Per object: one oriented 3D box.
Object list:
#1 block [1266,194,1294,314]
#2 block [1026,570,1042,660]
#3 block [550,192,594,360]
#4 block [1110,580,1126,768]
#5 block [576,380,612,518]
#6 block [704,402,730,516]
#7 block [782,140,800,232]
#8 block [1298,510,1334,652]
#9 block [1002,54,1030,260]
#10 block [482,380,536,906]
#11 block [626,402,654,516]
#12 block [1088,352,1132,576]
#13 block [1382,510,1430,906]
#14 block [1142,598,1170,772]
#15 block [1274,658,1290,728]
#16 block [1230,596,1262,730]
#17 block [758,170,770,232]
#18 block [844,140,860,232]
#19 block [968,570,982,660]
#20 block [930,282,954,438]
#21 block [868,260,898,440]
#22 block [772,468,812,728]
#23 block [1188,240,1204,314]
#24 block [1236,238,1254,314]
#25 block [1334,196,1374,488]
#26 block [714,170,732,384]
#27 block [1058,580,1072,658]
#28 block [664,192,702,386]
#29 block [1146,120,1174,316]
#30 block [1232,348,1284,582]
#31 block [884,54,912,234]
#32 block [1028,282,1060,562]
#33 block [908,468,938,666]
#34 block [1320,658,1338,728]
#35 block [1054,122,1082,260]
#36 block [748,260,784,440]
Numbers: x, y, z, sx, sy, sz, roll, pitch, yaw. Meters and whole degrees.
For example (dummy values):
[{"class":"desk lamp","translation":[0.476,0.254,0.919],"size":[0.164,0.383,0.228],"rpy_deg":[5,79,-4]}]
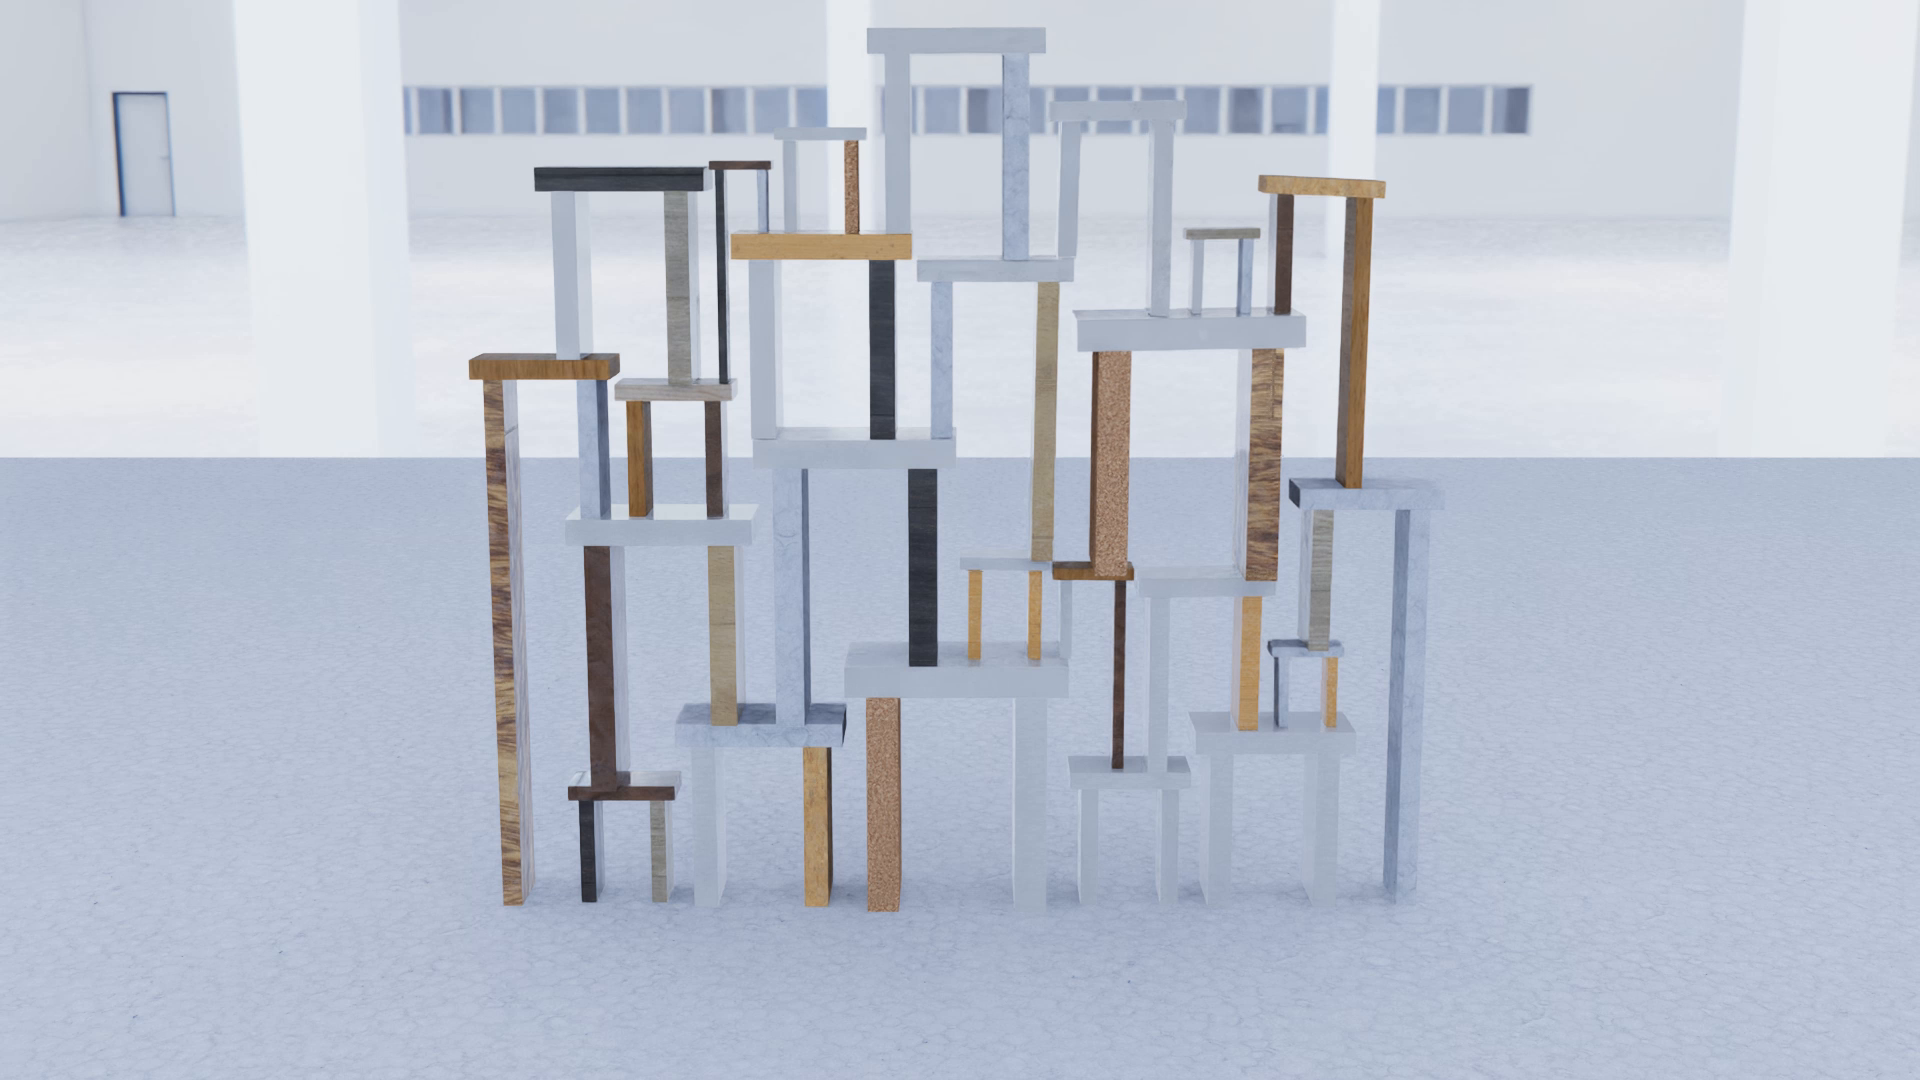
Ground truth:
[{"class":"block","translation":[0.505,-0.453,3.469],"size":[0.026,0.184,0.092],"rpy_deg":[0,11,0]},{"class":"block","translation":[0.121,0.115,3.582],"size":[0.021,0.146,0.073],"rpy_deg":[0,11,0]},{"class":"block","translation":[-0.614,-0.422,3.486],"size":[0.037,0.261,0.131],"rpy_deg":[0,11,0]},{"class":"block","translation":[0.258,0.214,3.601],"size":[0.018,0.315,0.065],"rpy_deg":[0,11,0]},{"class":"block","translation":[-0.587,-0.153,3.528],"size":[0.031,0.221,0.110],"rpy_deg":[0,11,0]},{"class":"block","translation":[-0.391,-0.137,3.535],"size":[0.026,0.185,0.093],"rpy_deg":[0,11,0]},{"class":"block","translation":[-0.265,-0.557,3.461],"size":[0.020,0.142,0.071],"rpy_deg":[0,11,0]},{"class":"block","translation":[0.576,0.055,3.566],"size":[0.033,0.230,0.115],"rpy_deg":[0,11,-1]},{"class":"block","translation":[0.087,-0.601,3.448],"size":[0.039,0.313,0.136],"rpy_deg":[0,11,-1]},{"class":"block","translation":[-0.734,0.164,3.587],"size":[0.031,0.867,0.110],"rpy_deg":[0,11,0]},{"class":"block","translation":[-0.514,-0.137,3.534],"size":[0.026,0.185,0.093],"rpy_deg":[0,11,0]},{"class":"block","translation":[0.240,-0.134,3.537],"size":[0.050,0.355,0.178],"rpy_deg":[0,11,0]},{"class":"block","translation":[0.732,0.266,3.608],"size":[0.033,0.660,0.115],"rpy_deg":[0,11,0]},{"class":"block","translation":[0.321,0.226,3.603],"size":[0.031,0.290,0.109],"rpy_deg":[0,11,0]},{"class":"block","translation":[0.526,0.242,3.601],"size":[0.017,0.117,0.059],"rpy_deg":[-1,11,1]},{"class":"block","translation":[0.467,0.191,3.595],"size":[0.031,0.219,0.109],"rpy_deg":[0,11,0]},{"class":"block","translation":[-0.310,-0.534,3.460],"size":[0.014,0.097,0.049],"rpy_deg":[0,11,0]},{"class":"block","translation":[-0.170,-0.557,3.461],"size":[0.020,0.142,0.071],"rpy_deg":[0,11,0]},{"class":"block","translation":[0.024,0.115,3.582],"size":[0.021,0.146,0.073],"rpy_deg":[1,11,0]},{"class":"block","translation":[-0.029,-0.292,3.506],"size":[0.035,0.245,0.122],"rpy_deg":[0,11,0]},{"class":"block","translation":[-0.121,-0.308,3.497],"size":[0.040,0.280,0.140],"rpy_deg":[0,11,0]},{"class":"block","translation":[-0.272,0.080,3.570],"size":[0.045,0.420,0.160],"rpy_deg":[0,11,0]},{"class":"block","translation":[0.373,-0.417,3.478],"size":[0.016,0.116,0.058],"rpy_deg":[1,11,0]},{"class":"block","translation":[0.451,-0.419,3.477],"size":[0.016,0.116,0.058],"rpy_deg":[1,11,0]},{"class":"block","translation":[0.626,-0.314,3.496],"size":[0.026,0.456,0.092],"rpy_deg":[0,11,-1]},{"class":"block","translation":[-0.375,-0.417,3.481],"size":[0.014,0.334,0.049],"rpy_deg":[0,10,0]},{"class":"block","translation":[0.172,0.123,3.585],"size":[0.018,0.130,0.065],"rpy_deg":[0,11,0]},{"class":"block","translation":[-0.440,-0.402,3.490],"size":[0.037,0.301,0.131],"rpy_deg":[0,11,0]},{"class":"block","translation":[0.314,-0.507,3.462],"size":[0.030,0.301,0.105],"rpy_deg":[0,11,0]},{"class":"block","translation":[0.478,-0.132,3.536],"size":[0.050,0.368,0.178],"rpy_deg":[0,11,0]},{"class":"block","translation":[-0.096,-0.620,3.445],"size":[0.039,0.273,0.136],"rpy_deg":[0,11,0]},{"class":"block","translation":[0.134,-0.195,3.525],"size":[0.035,0.443,0.122],"rpy_deg":[1,11,-1]},{"class":"block","translation":[-0.059,0.031,3.561],"size":[0.045,0.320,0.160],"rpy_deg":[0,10,0]},{"class":"block","translation":[0.604,0.242,3.601],"size":[0.017,0.117,0.058],"rpy_deg":[0,11,0]},{"class":"block","translation":[0.169,-0.551,3.456],"size":[0.030,0.211,0.105],"rpy_deg":[1,11,0]},{"class":"block","translation":[-0.308,-0.309,3.498],"size":[0.040,0.280,0.140],"rpy_deg":[0,11,0]}]
